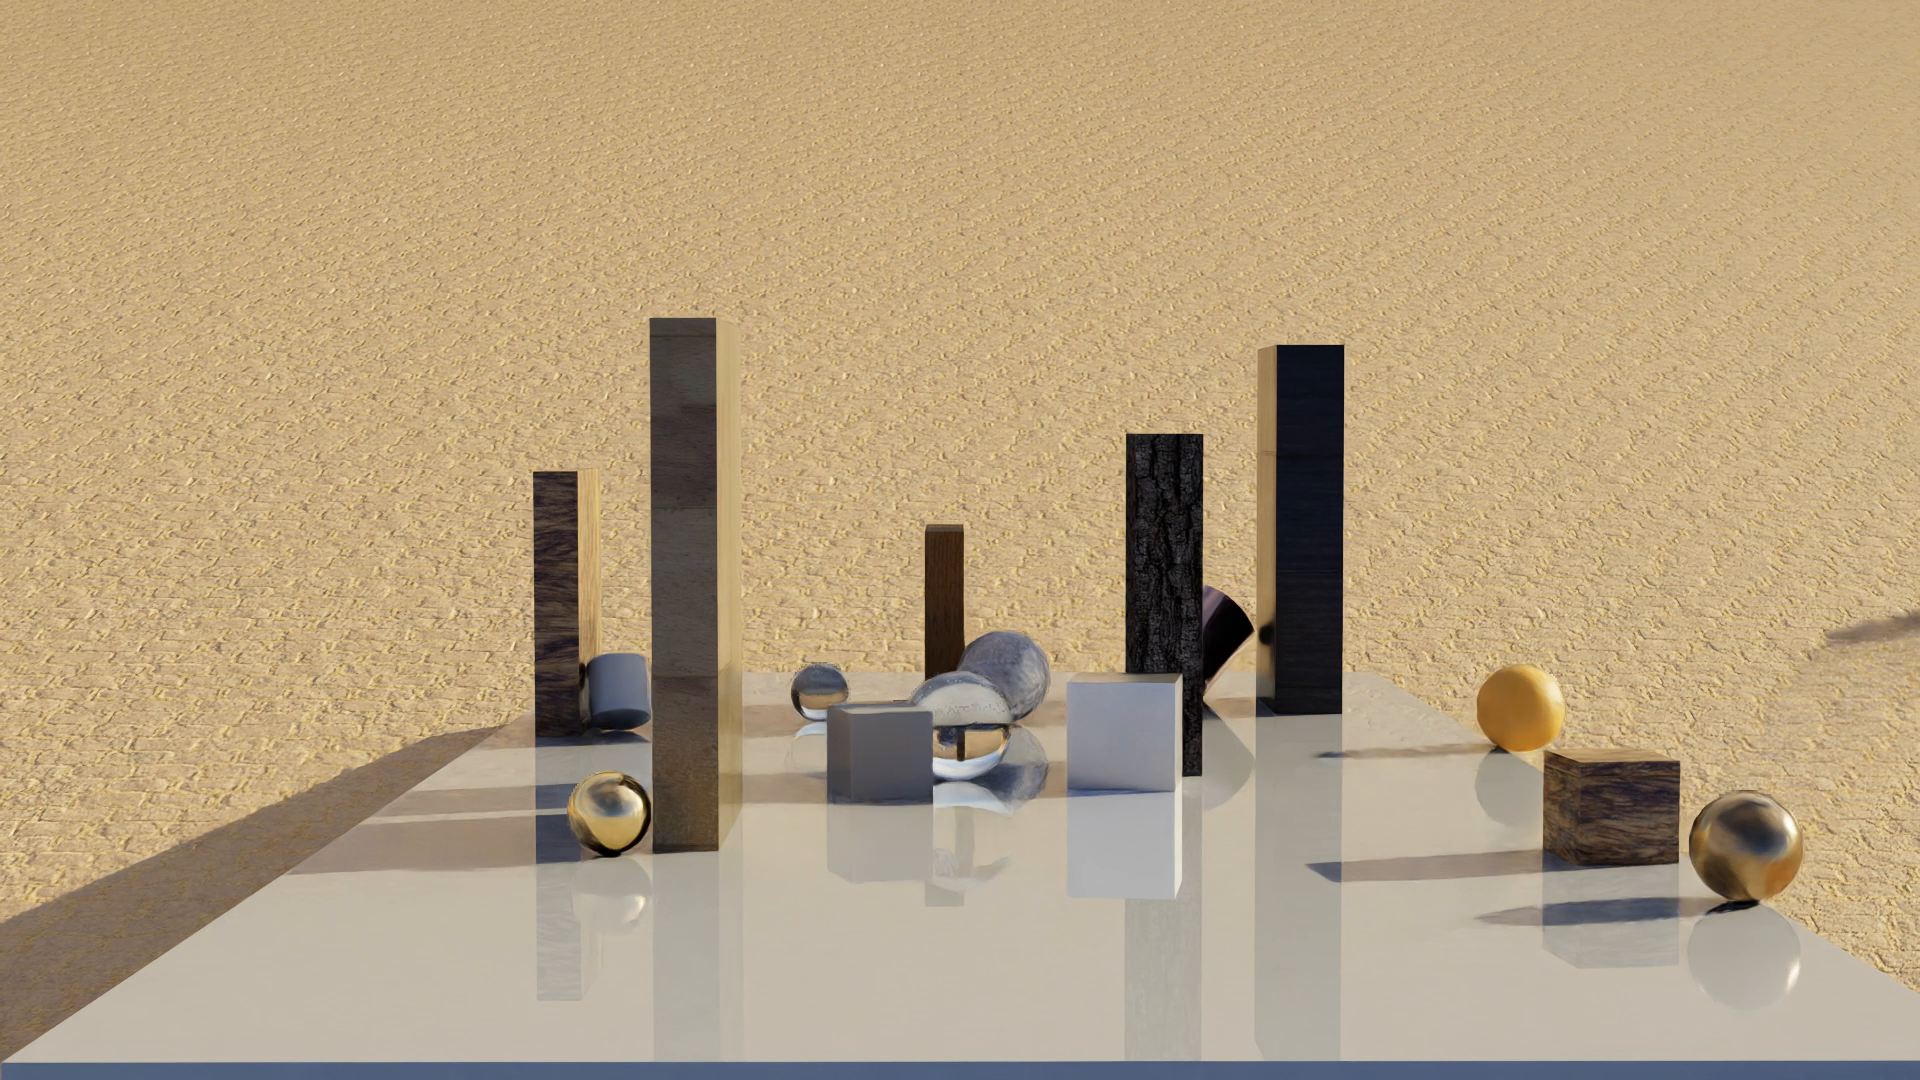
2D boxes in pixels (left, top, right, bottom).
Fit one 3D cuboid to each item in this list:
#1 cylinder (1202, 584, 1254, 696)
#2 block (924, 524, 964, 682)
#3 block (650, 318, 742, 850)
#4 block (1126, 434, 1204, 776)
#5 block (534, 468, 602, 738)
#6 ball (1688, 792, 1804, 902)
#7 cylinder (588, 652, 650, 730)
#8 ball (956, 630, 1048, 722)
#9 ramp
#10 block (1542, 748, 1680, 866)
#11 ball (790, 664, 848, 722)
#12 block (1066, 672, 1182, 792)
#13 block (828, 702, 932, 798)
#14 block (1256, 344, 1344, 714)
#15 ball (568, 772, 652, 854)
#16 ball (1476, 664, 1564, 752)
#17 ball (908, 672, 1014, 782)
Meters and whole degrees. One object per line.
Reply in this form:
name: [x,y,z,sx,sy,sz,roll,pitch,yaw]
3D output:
cylinder: [0.550,0.232,5.936,0.184,0.184,0.184,21,59,41]
block: [-0.034,0.173,5.679,0.084,0.401,0.421,0,3,0]
block: [-0.405,0.057,3.986,0.097,0.784,0.425,0,3,0]
block: [0.372,0.111,4.709,0.121,0.611,0.257,0,3,0]
block: [-0.810,0.122,5.327,0.089,0.535,0.331,0,3,0]
ball: [1.033,0.403,3.382,0.145,0.145,0.145,0,23,0]
cylinder: [-0.698,0.310,5.263,0.122,0.122,0.122,-4,65,-8]
ball: [0.089,0.288,5.419,0.195,0.195,0.195,0,23,0]
ramp: [0.052,0.475,4.536,2.000,0.100,4.000,0,3,0]
block: [0.945,0.386,3.738,0.148,0.148,0.148,0,3,-8]
ball: [-0.297,0.323,5.448,0.122,0.122,0.122,0,23,0]
block: [0.289,0.333,4.500,0.186,0.186,0.186,0,3,9]
block: [-0.139,0.359,4.408,0.143,0.143,0.143,-1,3,-19]
block: [0.756,-0.030,5.744,0.146,0.800,0.354,0,3,0]
ball: [-0.512,0.399,3.765,0.120,0.120,0.120,0,23,0]
ball: [1.091,0.328,5.010,0.170,0.170,0.170,0,23,0]
ball: [-0.003,0.328,4.531,0.194,0.194,0.194,0,23,0]
